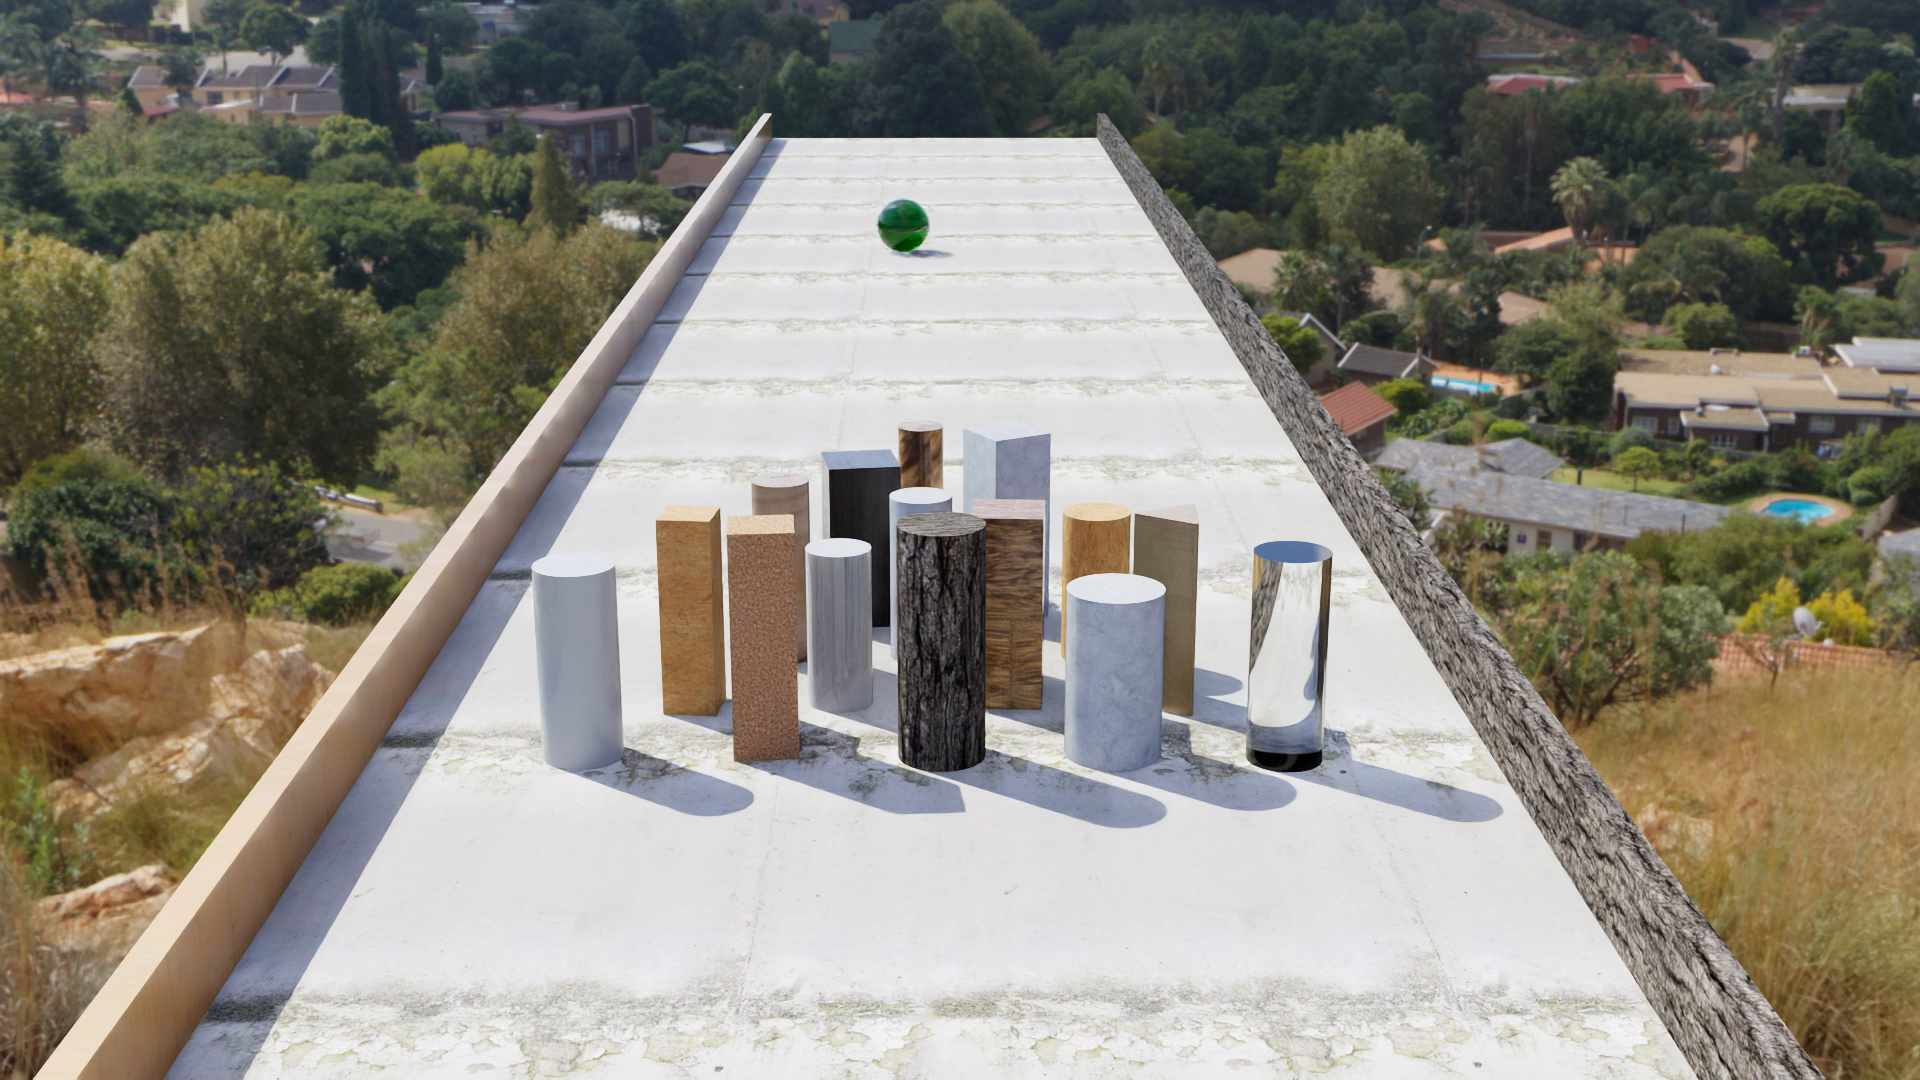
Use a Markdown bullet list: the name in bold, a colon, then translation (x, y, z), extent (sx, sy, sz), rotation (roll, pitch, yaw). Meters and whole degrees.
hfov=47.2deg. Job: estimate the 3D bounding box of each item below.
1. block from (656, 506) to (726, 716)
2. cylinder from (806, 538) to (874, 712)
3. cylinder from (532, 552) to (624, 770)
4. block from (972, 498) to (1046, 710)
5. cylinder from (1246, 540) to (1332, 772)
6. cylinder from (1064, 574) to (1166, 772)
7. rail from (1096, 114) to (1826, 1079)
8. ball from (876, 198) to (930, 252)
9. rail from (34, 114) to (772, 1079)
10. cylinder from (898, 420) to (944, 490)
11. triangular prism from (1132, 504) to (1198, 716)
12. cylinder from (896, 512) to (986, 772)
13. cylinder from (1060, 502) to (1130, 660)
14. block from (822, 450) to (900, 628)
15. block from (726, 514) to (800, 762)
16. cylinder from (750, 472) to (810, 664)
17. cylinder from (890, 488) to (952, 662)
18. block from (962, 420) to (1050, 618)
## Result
- **block**: translation (-0.502, 0.133, 4.115), extent (0.100, 0.379, 0.100), rotation (2, 17, 5)
- **cylinder**: translation (-0.227, 0.161, 4.150), extent (0.124, 0.306, 0.124), rotation (0, 17, 0)
- **cylinder**: translation (-0.673, 0.214, 3.884), extent (0.145, 0.356, 0.145), rotation (0, 17, 0)
- **block**: translation (0.091, 0.121, 4.163), extent (0.133, 0.374, 0.133), rotation (1, 17, 3)
- **cylinder**: translation (0.577, 0.204, 3.866), extent (0.137, 0.384, 0.137), rotation (0, 17, 0)
- **cylinder**: translation (0.274, 0.233, 3.900), extent (0.174, 0.310, 0.174), rotation (0, 17, 0)
- **rail**: translation (0.932, -0.844, 7.801), extent (0.050, 0.150, 12.000), rotation (0, 17, -1)
- **ball**: translation (-0.240, -1.334, 9.319), extent (0.224, 0.224, 0.224), rotation (0, 17, 0)
- **rail**: translation (-1.118, -0.838, 7.780), extent (0.050, 0.150, 12.000), rotation (0, 17, -1)
- **cylinder**: translation (-0.086, -0.082, 4.882), extent (0.100, 0.353, 0.100), rotation (0, 17, 0)
- **triangular prism**: translation (0.409, 0.126, 4.144), extent (0.131, 0.375, 0.114), rotation (11, 20, 32)
- **cylinder**: translation (-0.033, 0.178, 3.871), extent (0.156, 0.431, 0.156), rotation (0, 17, 0)
- **cylinder**: translation (0.271, 0.088, 4.402), extent (0.135, 0.301, 0.135), rotation (0, 17, 0)
- **block**: translation (-0.208, -0.003, 4.629), extent (0.148, 0.346, 0.148), rotation (-3, 17, -9)
- **block**: translation (-0.349, 0.174, 3.906), extent (0.117, 0.420, 0.117), rotation (-1, 17, -5)
- **cylinder**: translation (-0.355, 0.057, 4.390), extent (0.115, 0.367, 0.115), rotation (0, 17, 0)
- **cylinder**: translation (-0.077, 0.072, 4.396), extent (0.125, 0.335, 0.125), rotation (0, 17, 0)
- **block**: translation (0.097, -0.036, 4.643), extent (0.133, 0.401, 0.133), rotation (-9, 19, -29)
